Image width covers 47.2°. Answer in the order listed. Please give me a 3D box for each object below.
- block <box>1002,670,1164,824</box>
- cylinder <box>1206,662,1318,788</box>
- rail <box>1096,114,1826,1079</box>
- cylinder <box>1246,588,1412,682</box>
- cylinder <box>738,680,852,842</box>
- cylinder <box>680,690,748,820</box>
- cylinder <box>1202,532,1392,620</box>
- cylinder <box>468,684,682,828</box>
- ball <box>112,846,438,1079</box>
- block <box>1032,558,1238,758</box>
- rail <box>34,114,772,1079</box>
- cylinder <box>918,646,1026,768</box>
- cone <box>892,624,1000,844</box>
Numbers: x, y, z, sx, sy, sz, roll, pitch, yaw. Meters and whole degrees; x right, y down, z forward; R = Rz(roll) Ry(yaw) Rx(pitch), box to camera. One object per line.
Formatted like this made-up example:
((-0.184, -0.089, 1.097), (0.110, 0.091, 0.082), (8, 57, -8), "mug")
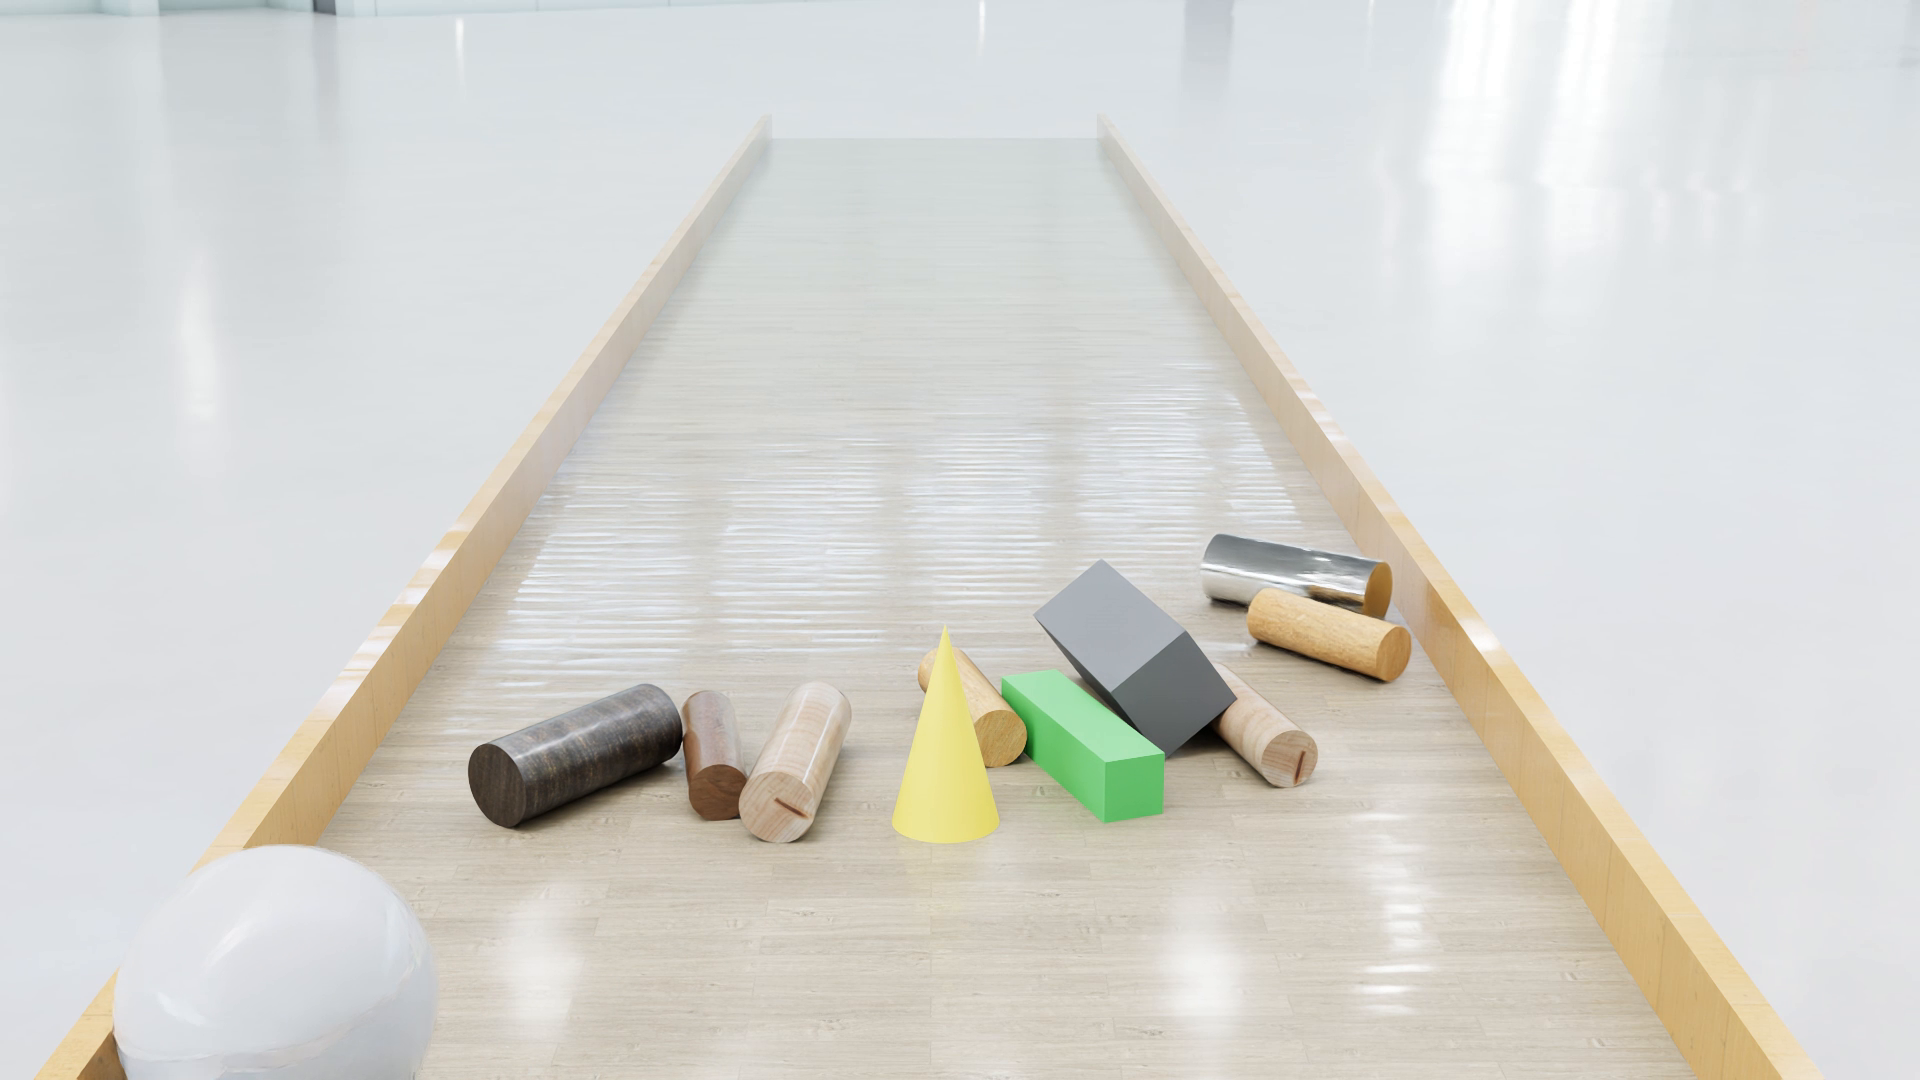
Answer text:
((0.208, 0.354, 3.847), (0.109, 0.109, 0.440), (-7, 18, -21), "block")
((0.516, 0.327, 3.942), (0.106, 0.106, 0.361), (-5, 17, -16), "cylinder")
((0.932, -0.844, 7.801), (0.050, 0.150, 12.000), (0, 17, -1), "rail")
((0.736, 0.187, 4.402), (0.111, 0.111, 0.329), (-14, 22, -40), "cylinder")
((-0.276, 0.372, 3.757), (0.125, 0.125, 0.425), (2, 17, 5), "cylinder")
((-0.428, 0.369, 3.810), (0.101, 0.101, 0.354), (-3, 17, -9), "cylinder")
((0.715, 0.086, 4.679), (0.376, 0.147, 0.147), (11, 20, 33), "cylinder")
((-0.652, 0.363, 3.753), (0.144, 0.144, 0.360), (12, 21, 36), "cylinder")
((-0.830, 0.562, 2.676), (0.377, 0.377, 0.377), (0, 17, 0), "ball")
((0.317, 0.213, 4.085), (0.173, 0.173, 0.446), (-39, 23, -2), "block")
((-1.118, -0.838, 7.780), (0.050, 0.150, 12.000), (0, 17, -1), "rail")
((0.019, 0.301, 4.026), (0.108, 0.108, 0.350), (-5, 17, -15), "cylinder")
((-0.024, 0.301, 3.608), (0.180, 0.347, 0.180), (0, 17, 0), "cone")
